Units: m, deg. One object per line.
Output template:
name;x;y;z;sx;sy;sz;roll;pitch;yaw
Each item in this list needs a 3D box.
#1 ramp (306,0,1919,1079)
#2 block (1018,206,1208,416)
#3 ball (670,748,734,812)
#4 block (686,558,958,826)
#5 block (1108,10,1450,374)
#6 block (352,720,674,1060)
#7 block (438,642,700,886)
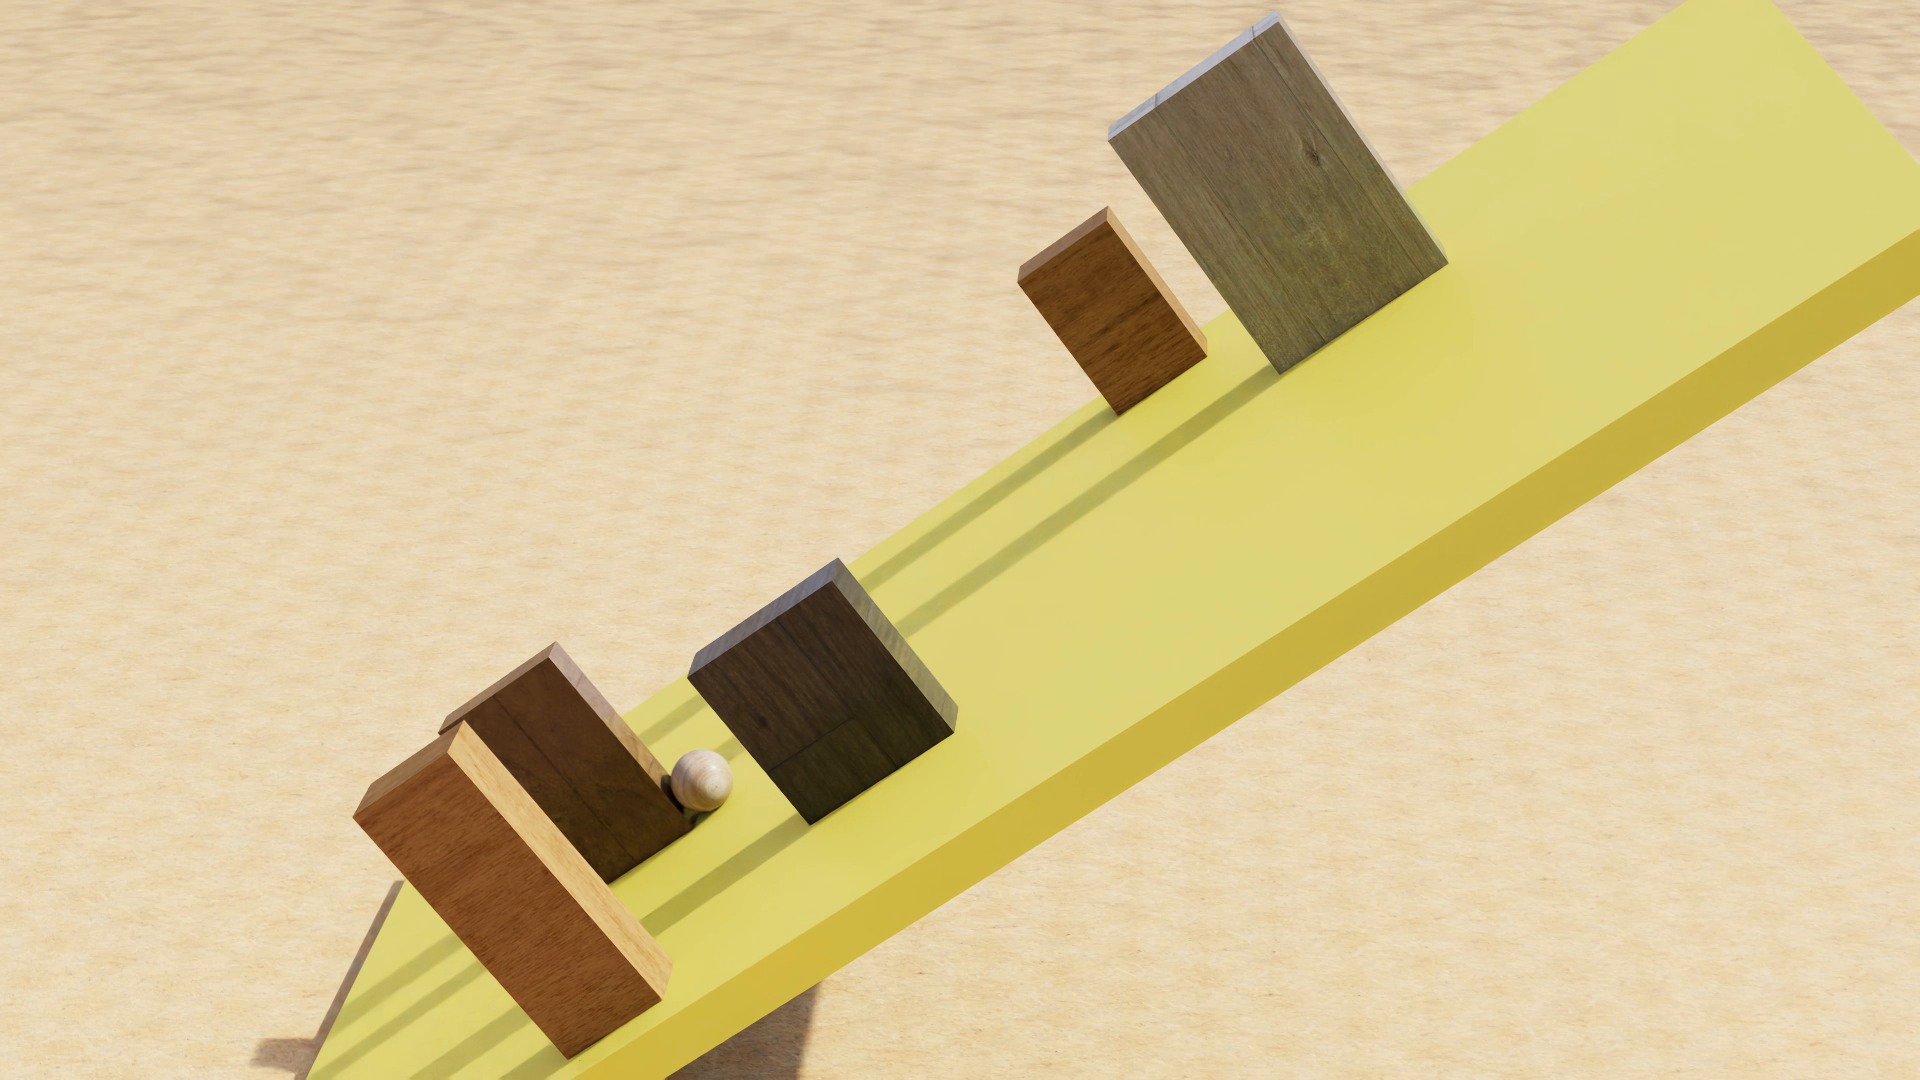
ramp;0.131;0.177;6.317;4.000;0.100;2.000;-34;16;16
block;0.359;-0.536;6.893;0.256;0.403;0.129;-34;16;16
ball;-0.565;0.526;6.436;0.138;0.138;0.138;0;22;0
block;-0.274;0.307;5.910;0.366;0.403;0.121;-34;16;16
block;0.682;-0.740;6.302;0.435;0.641;0.122;-34;16;16
block;-0.859;0.681;5.695;0.240;0.648;0.141;-34;16;16
block;-0.856;0.509;6.451;0.317;0.503;0.086;-34;16;16
